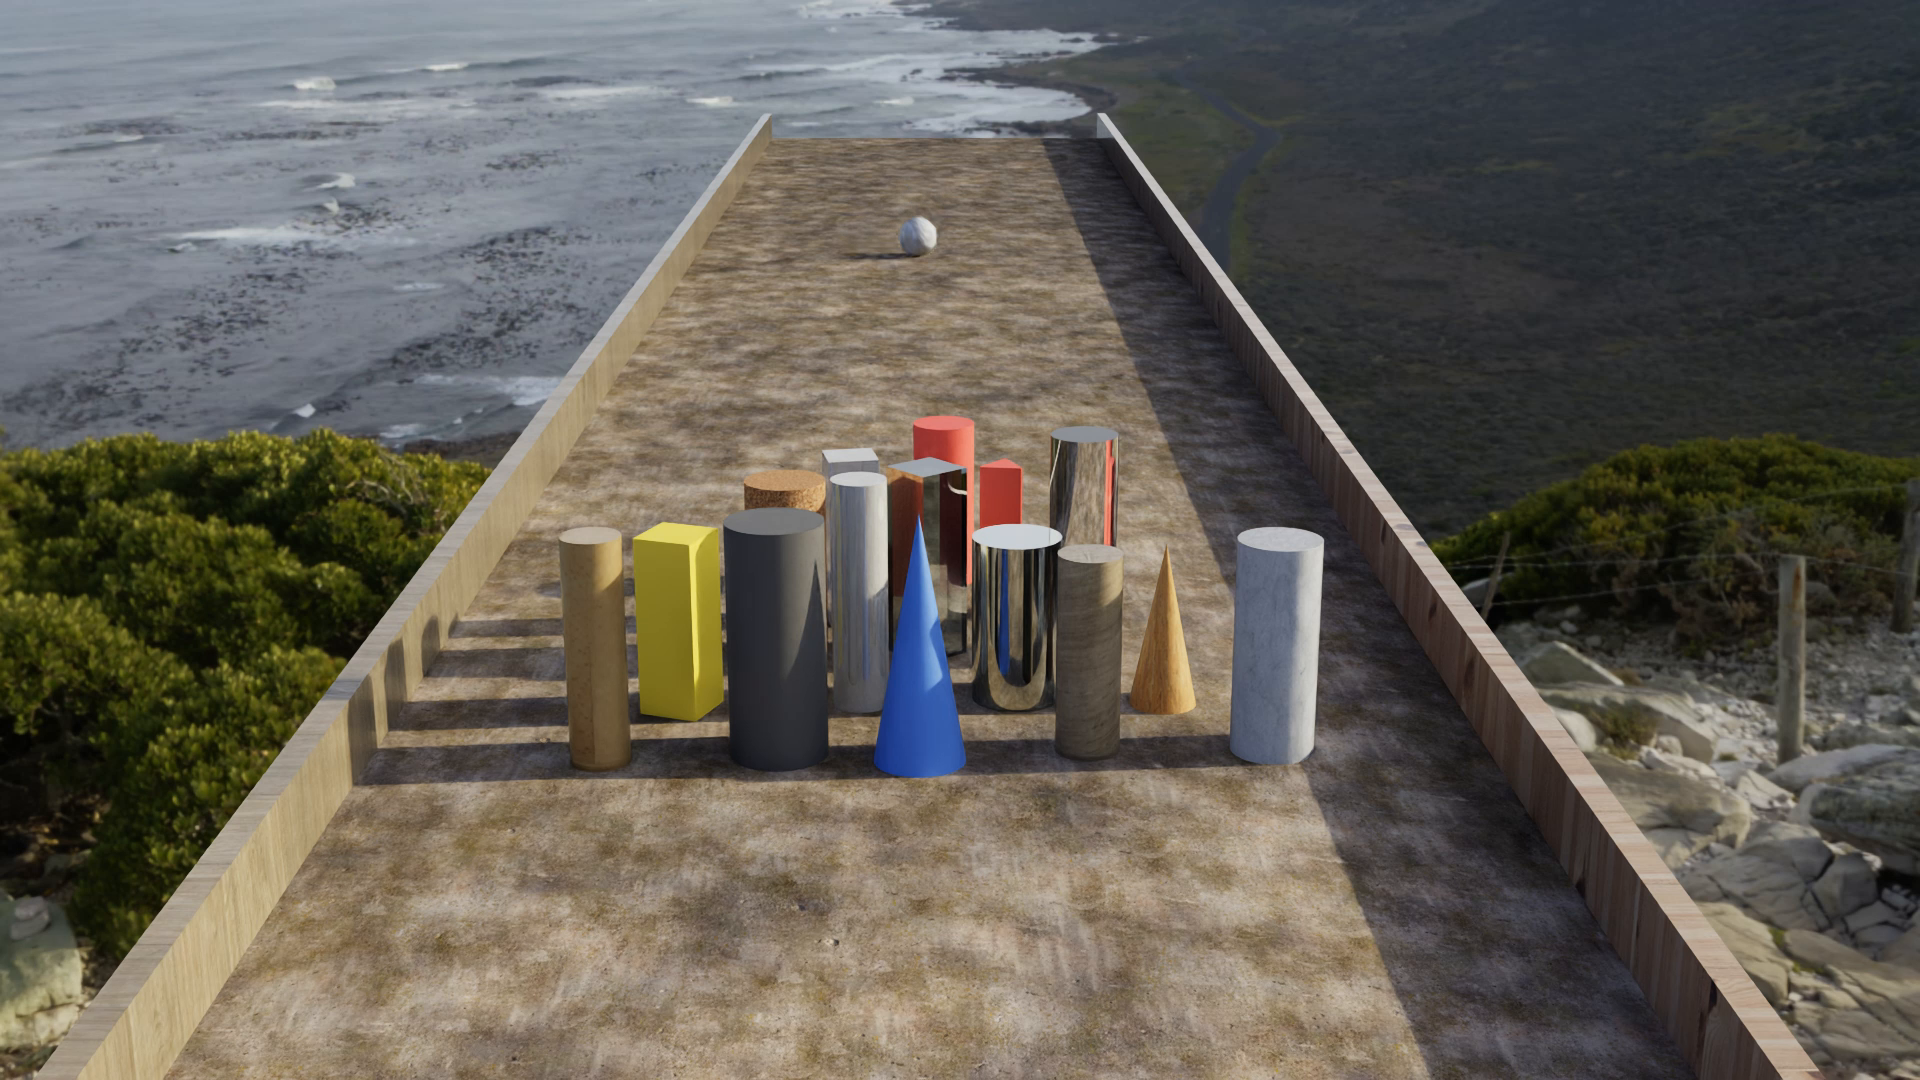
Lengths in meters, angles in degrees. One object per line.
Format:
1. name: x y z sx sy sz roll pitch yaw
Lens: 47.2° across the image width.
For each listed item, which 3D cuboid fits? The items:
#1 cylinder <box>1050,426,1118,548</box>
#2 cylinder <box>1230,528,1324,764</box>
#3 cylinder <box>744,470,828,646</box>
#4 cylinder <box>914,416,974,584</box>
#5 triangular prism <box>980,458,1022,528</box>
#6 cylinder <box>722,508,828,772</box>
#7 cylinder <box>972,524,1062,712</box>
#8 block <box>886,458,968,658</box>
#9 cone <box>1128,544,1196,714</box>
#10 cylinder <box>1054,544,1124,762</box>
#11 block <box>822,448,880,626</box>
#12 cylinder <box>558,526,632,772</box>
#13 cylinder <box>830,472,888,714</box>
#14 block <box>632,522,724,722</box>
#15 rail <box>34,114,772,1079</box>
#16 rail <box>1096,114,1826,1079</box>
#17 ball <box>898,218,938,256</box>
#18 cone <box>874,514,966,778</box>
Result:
1. cylinder: 0.245 0.011 4.387 0.135 0.457 0.135 0 17 0
2. cylinder: 0.561 0.187 3.905 0.151 0.394 0.151 0 17 0
3. cylinder: -0.347 0.055 4.404 0.161 0.363 0.161 0 17 0
4. cylinder: -0.036 -0.085 4.883 0.134 0.359 0.134 0 17 0
5. triangular prism: 0.091 -0.003 4.656 0.088 0.331 0.076 2 17 8
6. cylinder: -0.323 0.174 3.882 0.176 0.433 0.176 0 17 0
7. cylinder: 0.107 0.147 4.172 0.170 0.320 0.170 0 17 0
8. block: -0.066 0.041 4.410 0.114 0.387 0.114 -14 21 -39
9. cone: 0.385 0.158 4.141 0.128 0.316 0.128 0 17 0
10. cylinder: 0.229 0.200 3.907 0.117 0.369 0.117 0 17 0
11. block: -0.228 -0.005 4.617 0.105 0.357 0.105 -3 17 -11
12. cylinder: -0.638 0.192 3.848 0.107 0.418 0.107 0 17 0
13. cylinder: -0.187 0.099 4.120 0.106 0.441 0.106 0 17 0
14. block: -0.525 0.152 4.113 0.116 0.343 0.116 6 18 20
15. rail: -1.118 -0.838 7.780 0.050 0.150 12.000 0 17 -1
16. rail: 0.932 -0.844 7.801 0.050 0.150 12.000 0 17 -1
17. ball: -0.176 -1.273 9.225 0.161 0.161 0.161 0 17 0
18. cone: -0.071 0.172 3.847 0.166 0.457 0.166 0 17 0
